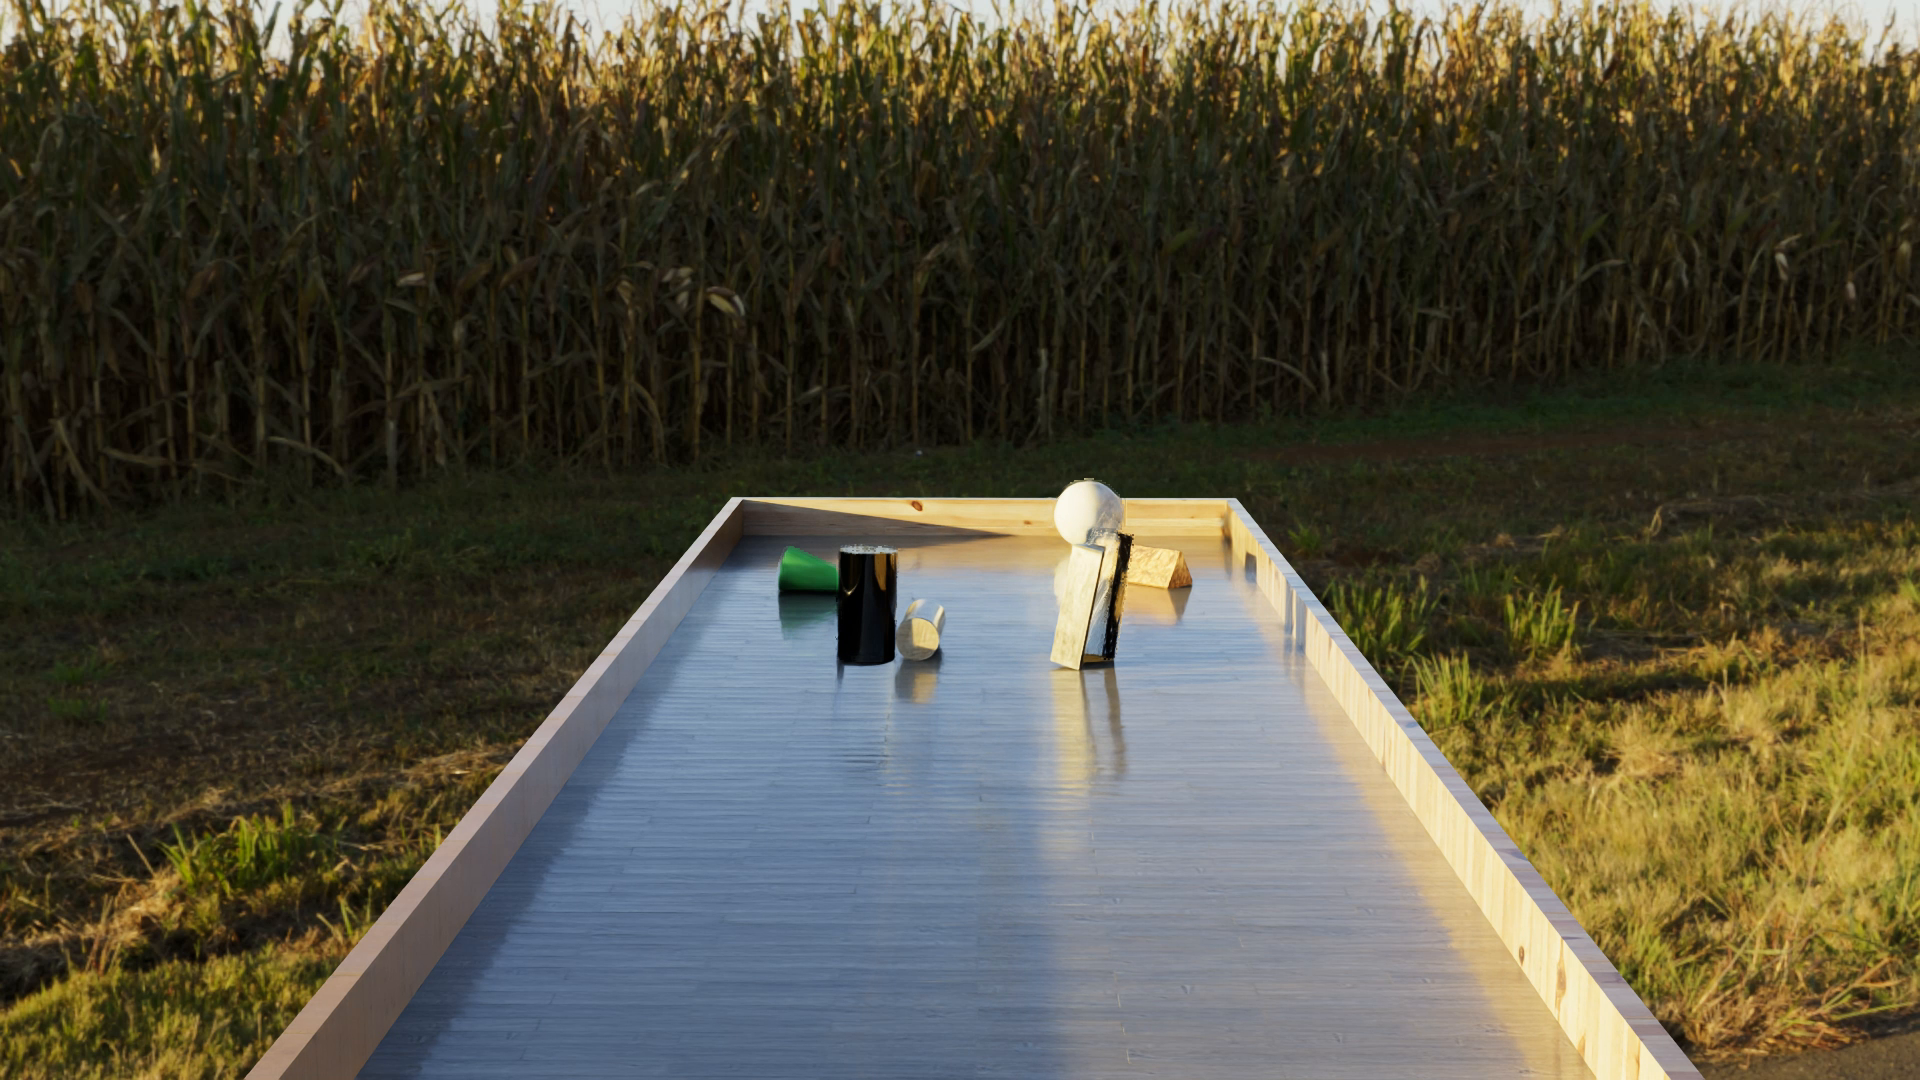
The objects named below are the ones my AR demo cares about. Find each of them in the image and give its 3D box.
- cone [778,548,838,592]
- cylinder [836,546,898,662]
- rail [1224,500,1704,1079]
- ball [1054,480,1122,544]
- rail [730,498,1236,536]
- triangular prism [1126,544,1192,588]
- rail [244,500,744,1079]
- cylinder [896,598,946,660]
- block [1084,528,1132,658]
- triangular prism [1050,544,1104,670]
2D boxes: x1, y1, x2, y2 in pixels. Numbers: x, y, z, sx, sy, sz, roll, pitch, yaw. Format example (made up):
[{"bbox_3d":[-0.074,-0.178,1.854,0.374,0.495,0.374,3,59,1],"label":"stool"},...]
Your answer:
[{"bbox_3d":[-0.430,0.146,7.842,0.404,0.155,0.155,12,11,8],"label":"cone"},{"bbox_3d":[-0.284,0.194,6.710,0.178,0.328,0.178,2,7,0],"label":"cylinder"},{"bbox_3d":[1.046,0.843,3.208,0.050,0.150,12.000,0,9,1],"label":"rail"},{"bbox_3d":[0.513,-0.101,8.774,0.272,0.272,0.272,0,9,0],"label":"ball"},{"bbox_3d":[0.099,-0.098,9.147,2.100,0.150,0.050,0,9,1],"label":"rail"},{"bbox_3d":[0.662,0.082,8.059,0.364,0.127,0.147,8,13,42],"label":"triangular prism"},{"bbox_3d":[-1.004,0.839,3.234,0.050,0.150,12.000,0,9,1],"label":"rail"},{"bbox_3d":[-0.120,0.277,6.838,0.132,0.132,0.325,1,9,3],"label":"cylinder"},{"bbox_3d":[0.430,0.164,6.722,0.103,0.379,0.103,6,-6,33],"label":"block"},{"bbox_3d":[0.374,0.197,6.592,0.108,0.364,0.094,18,12,33],"label":"triangular prism"}]
